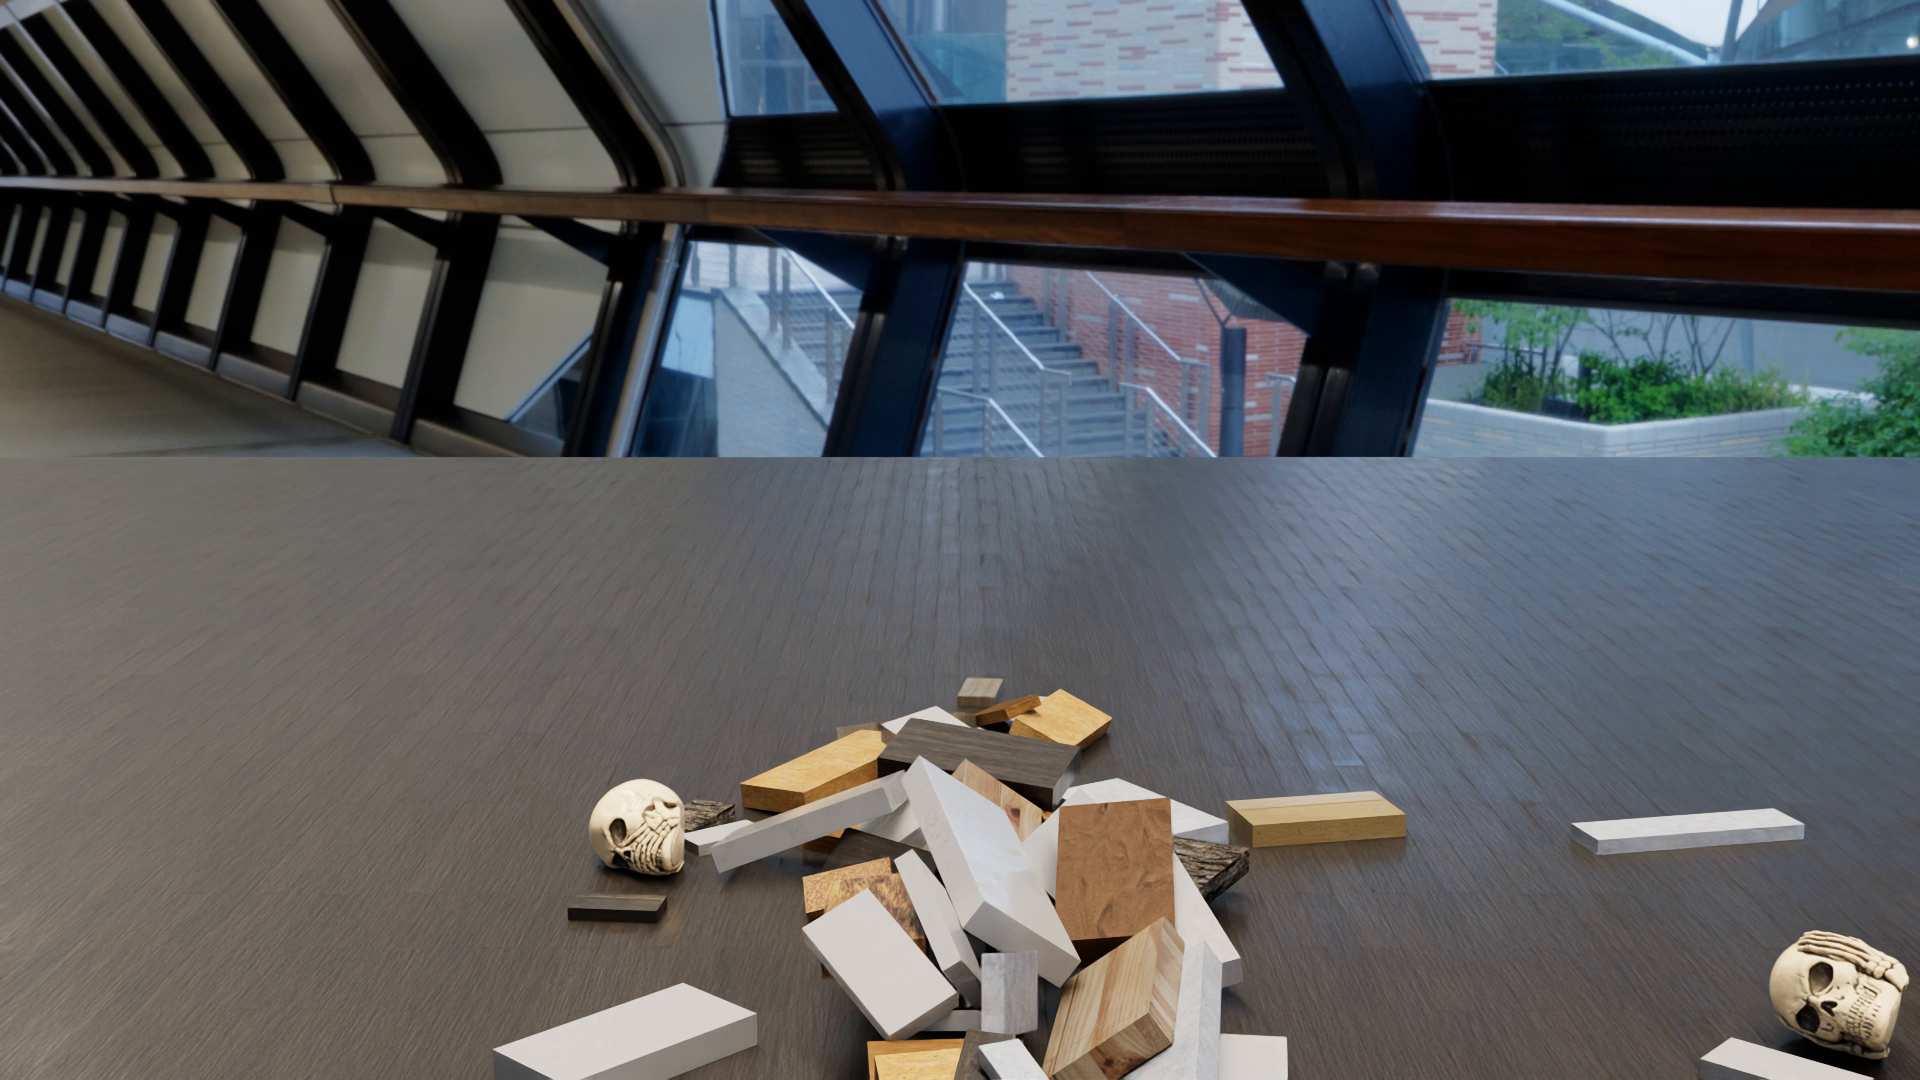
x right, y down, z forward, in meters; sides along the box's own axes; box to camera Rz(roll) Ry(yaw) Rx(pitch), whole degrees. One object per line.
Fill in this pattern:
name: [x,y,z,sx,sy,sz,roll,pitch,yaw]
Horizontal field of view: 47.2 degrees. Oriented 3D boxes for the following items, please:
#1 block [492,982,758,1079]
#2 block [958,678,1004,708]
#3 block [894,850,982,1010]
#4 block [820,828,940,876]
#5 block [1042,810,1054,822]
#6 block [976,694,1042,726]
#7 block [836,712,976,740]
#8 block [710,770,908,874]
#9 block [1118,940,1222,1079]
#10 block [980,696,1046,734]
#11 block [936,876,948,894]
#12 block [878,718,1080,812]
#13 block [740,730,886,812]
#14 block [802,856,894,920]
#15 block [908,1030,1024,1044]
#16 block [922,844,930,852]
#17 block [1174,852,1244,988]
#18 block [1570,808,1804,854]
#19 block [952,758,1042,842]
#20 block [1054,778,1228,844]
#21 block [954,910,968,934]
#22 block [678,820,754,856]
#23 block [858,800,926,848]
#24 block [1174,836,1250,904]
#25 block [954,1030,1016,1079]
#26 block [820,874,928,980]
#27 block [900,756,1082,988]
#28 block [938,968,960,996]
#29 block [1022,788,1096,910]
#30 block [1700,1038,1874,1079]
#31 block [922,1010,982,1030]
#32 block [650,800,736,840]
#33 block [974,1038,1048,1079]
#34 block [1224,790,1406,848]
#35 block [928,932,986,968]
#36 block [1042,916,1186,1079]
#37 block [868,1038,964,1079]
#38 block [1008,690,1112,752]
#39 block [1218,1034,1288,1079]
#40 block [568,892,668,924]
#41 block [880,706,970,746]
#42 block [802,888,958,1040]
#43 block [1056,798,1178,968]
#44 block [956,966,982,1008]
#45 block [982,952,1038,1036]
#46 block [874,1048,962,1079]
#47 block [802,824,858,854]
block: [-0.453,0.691,2.999,0.162,0.046,0.324,10,14,43]
block: [0.047,0.342,4.937,0.083,0.024,0.166,1,11,8]
block: [-0.023,0.533,3.015,0.030,0.107,0.213,-32,42,3]
block: [-0.127,0.549,3.608,0.224,0.112,0.032,10,-30,42]
block: [0.154,0.524,3.776,0.025,0.090,0.179,3,10,-10]
block: [0.091,0.354,4.546,0.083,0.024,0.166,-22,1,-29]
block: [-0.107,0.385,4.451,0.258,0.037,0.129,-8,-9,13]
block: [-0.252,0.480,3.762,0.323,0.046,0.162,-21,0,12]
block: [0.259,0.679,2.839,0.155,0.044,0.582,-36,4,12]
block: [0.115,0.403,4.573,0.129,0.037,0.487,4,11,23]
block: [-0.091,0.546,3.386,0.130,0.037,0.260,-9,-8,1]
block: [0.035,0.399,3.927,0.327,0.046,0.163,8,24,18]
block: [-0.239,0.443,4.217,0.163,0.046,0.351,2,14,39]
block: [-0.179,0.564,3.560,0.146,0.021,0.073,-14,44,3]
block: [-0.011,0.753,2.655,0.175,0.050,0.680,0,11,2]
block: [-0.049,0.506,3.730,0.130,0.037,0.260,-33,15,13]
block: [0.299,0.582,3.323,0.155,0.044,0.310,-13,26,-9]
block: [1.308,0.523,3.953,0.406,0.027,0.097,-2,11,-12]
block: [0.055,0.497,3.648,0.163,0.046,0.327,35,19,-10]
block: [0.320,0.506,3.994,0.162,0.046,0.323,-7,13,-33]
block: [-0.029,0.576,3.350,0.144,0.041,0.289,-6,-8,6]
block: [-0.423,0.532,3.927,0.146,0.021,0.073,-8,13,-37]
block: [-0.115,0.496,3.772,0.112,0.032,0.224,-36,14,2]
block: [0.348,0.550,3.568,0.146,0.041,0.292,6,12,27]
block: [0.027,0.615,2.557,0.058,0.017,0.117,5,25,8]
block: [-0.119,0.540,3.109,0.144,0.041,0.289,-7,10,0]
block: [0.038,0.490,3.318,0.178,0.050,0.512,35,8,-20]
block: [-0.050,0.612,3.000,0.095,0.027,0.191,-5,-3,4]
block: [0.182,0.523,3.602,0.146,0.041,0.292,43,29,8]
block: [1.097,0.715,2.922,0.194,0.027,0.097,10,14,42]
block: [-0.007,0.660,3.020,0.095,0.027,0.191,0,-12,0]
block: [-0.488,0.513,4.020,0.083,0.024,0.166,4,11,22]
block: [0.072,0.622,2.518,0.058,0.017,0.117,-1,33,-36]
block: [0.645,0.507,4.003,0.292,0.041,0.146,-2,11,-13]
block: [-0.050,0.600,3.217,0.144,0.041,0.289,-6,-8,6]
block: [0.211,0.640,2.993,0.178,0.050,0.355,-36,3,13]
block: [-0.020,0.700,2.668,0.175,0.050,0.350,-1,11,-4]
block: [0.210,0.384,4.547,0.129,0.037,0.258,29,20,16]
block: [0.345,0.721,2.842,0.155,0.044,0.310,1,11,7]
block: [-0.556,0.597,3.572,0.146,0.021,0.073,1,11,6]
block: [-0.020,0.387,4.060,0.128,0.036,0.256,-16,28,-33]
block: [-0.107,0.566,2.919,0.107,0.030,0.213,-29,49,-21]
block: [0.239,0.520,3.362,0.178,0.050,0.355,-6,26,7]
block: [-0.021,0.645,3.161,0.095,0.027,0.191,-5,-3,8]
block: [0.068,0.607,2.948,0.030,0.107,0.213,-2,-10,14]
block: [0.014,0.698,2.455,0.175,0.050,0.350,-3,25,-9]
block: [-0.172,0.519,3.966,0.112,0.032,0.224,7,12,32]
